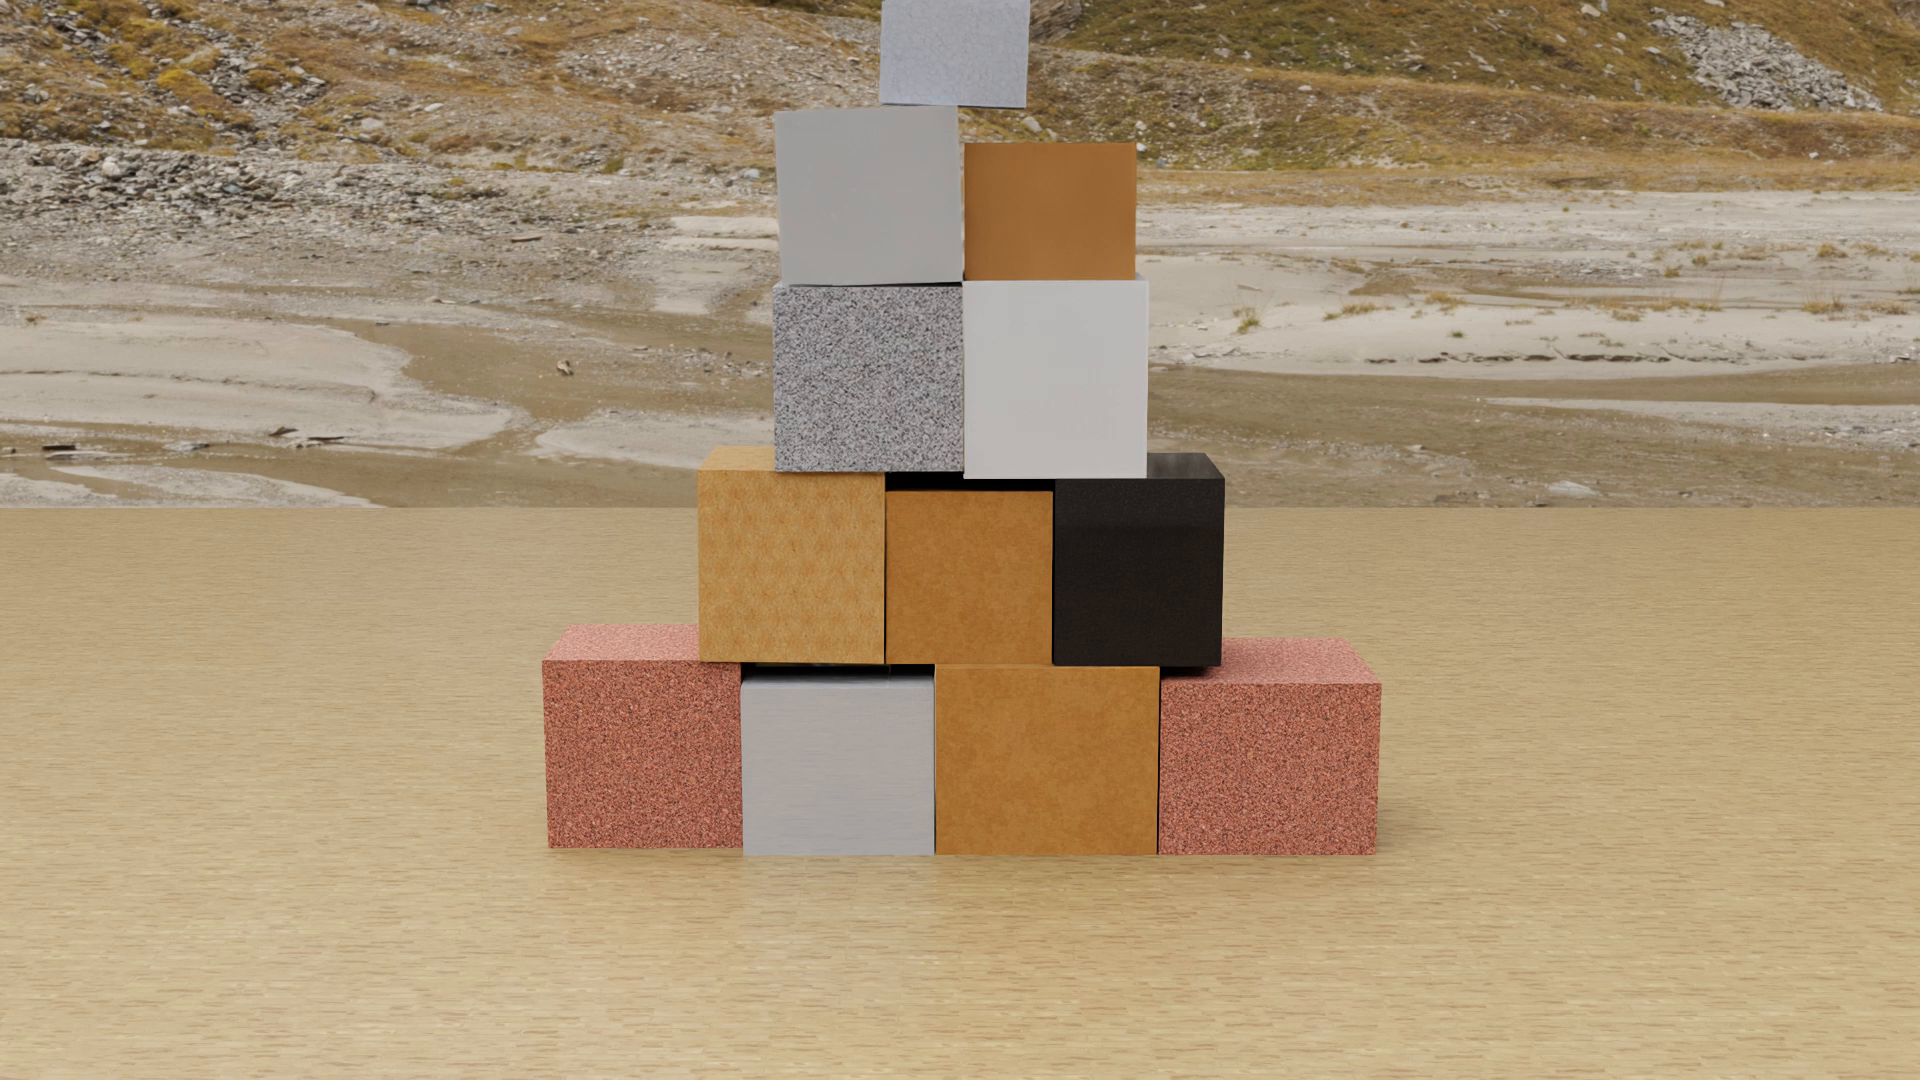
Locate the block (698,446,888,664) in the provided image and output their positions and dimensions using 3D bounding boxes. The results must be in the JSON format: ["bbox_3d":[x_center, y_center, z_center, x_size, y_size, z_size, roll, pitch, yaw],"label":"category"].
[{"bbox_3d":[-0.825,0.058,11.177,0.909,0.954,0.857,1,10,0],"label":"block"}]

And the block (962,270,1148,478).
[{"bbox_3d":[0.459,-0.848,11.022,0.886,0.951,0.913,0,10,0],"label":"block"}]

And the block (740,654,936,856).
[{"bbox_3d":[-0.603,1.057,11.364,0.950,0.854,1.018,0,10,0],"label":"block"}]

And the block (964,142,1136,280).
[{"bbox_3d":[0.433,-1.632,10.863,0.819,0.650,0.697,0,10,0],"label":"block"}]

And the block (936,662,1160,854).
[{"bbox_3d":[0.430,1.007,11.369,1.096,0.952,1.027,0,10,0],"label":"block"}]

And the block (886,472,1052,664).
[{"bbox_3d":[0.044,0.113,11.210,0.819,0.862,0.838,0,10,0],"label":"block"}]

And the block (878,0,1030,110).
[{"bbox_3d":[-0.025,-2.445,10.722,0.699,0.649,0.675,2,10,0],"label":"block"}]

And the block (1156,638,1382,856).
[{"bbox_3d":[1.528,1.045,11.362,1.080,0.878,1.011,0,10,0],"label":"block"}]

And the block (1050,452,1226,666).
[{"bbox_3d":[0.874,0.082,11.182,0.823,0.935,0.901,0,10,0],"label":"block"}]

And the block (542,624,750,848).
[{"bbox_3d":[-1.578,0.997,11.371,0.981,0.970,0.832,0,10,0],"label":"block"}]

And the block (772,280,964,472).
[{"bbox_3d":[-0.441,-0.852,11.028,0.910,0.887,0.953,0,10,0],"label":"block"}]

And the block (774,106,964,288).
[{"bbox_3d":[-0.431,-1.709,10.878,0.865,0.826,0.926,-2,10,0],"label":"block"}]
